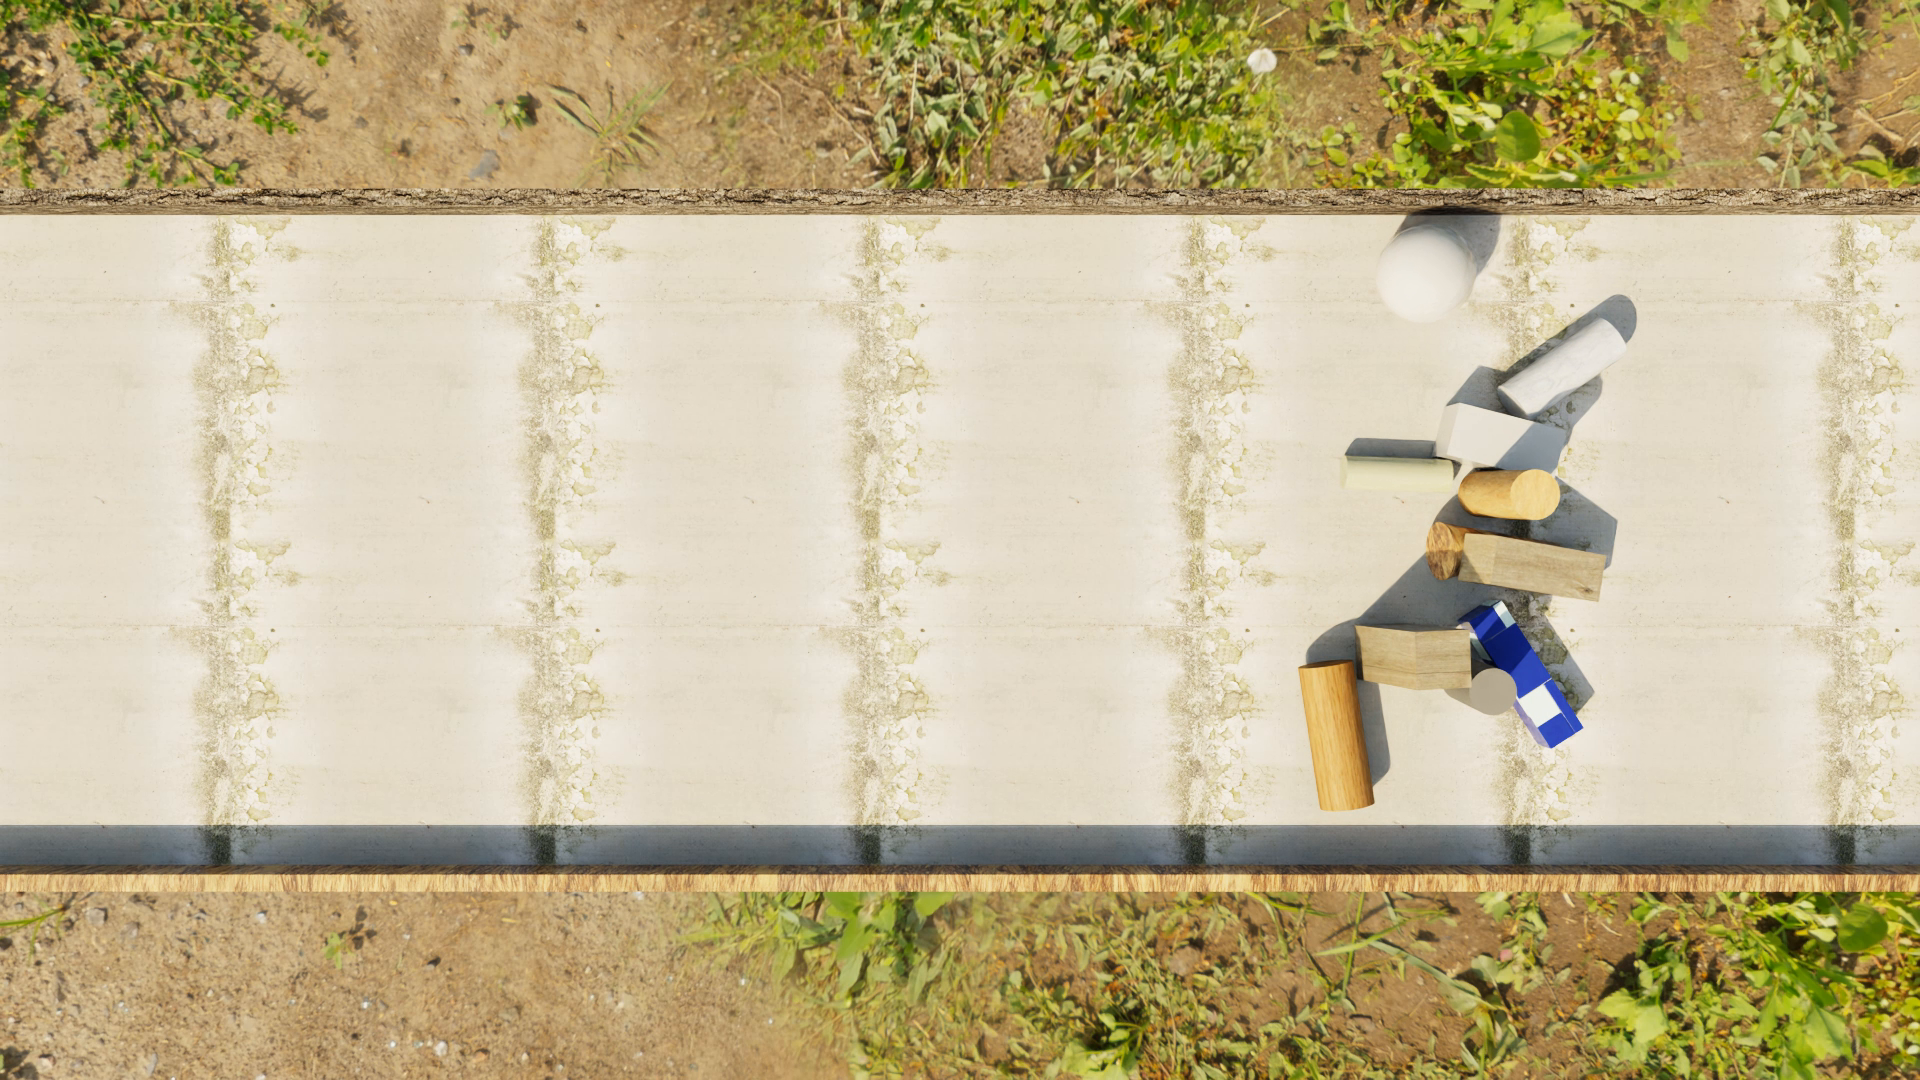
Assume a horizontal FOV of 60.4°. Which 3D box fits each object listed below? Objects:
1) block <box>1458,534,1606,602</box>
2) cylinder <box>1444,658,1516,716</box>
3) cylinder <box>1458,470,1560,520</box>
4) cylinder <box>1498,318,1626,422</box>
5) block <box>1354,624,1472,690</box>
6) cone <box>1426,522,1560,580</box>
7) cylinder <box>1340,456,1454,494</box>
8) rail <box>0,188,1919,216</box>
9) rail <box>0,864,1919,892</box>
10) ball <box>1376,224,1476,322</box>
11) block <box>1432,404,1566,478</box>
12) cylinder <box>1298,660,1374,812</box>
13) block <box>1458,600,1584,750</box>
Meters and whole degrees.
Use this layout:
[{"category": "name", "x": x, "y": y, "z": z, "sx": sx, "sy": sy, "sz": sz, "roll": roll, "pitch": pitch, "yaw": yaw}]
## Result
[{"category": "block", "x": 1.711, "y": 0.083, "z": 4.931, "sx": 0.414, "sy": 0.142, "sz": 0.142, "roll": 9, "pitch": 90, "yaw": -23}, {"category": "cylinder", "x": 1.542, "y": 0.432, "z": 4.915, "sx": 0.137, "sy": 0.316, "sz": 0.137, "roll": 0, "pitch": 92, "yaw": 2}, {"category": "cylinder", "x": 1.613, "y": -0.135, "z": 4.863, "sx": 0.143, "sy": 0.419, "sz": 0.143, "roll": 0, "pitch": 92, "yaw": -3}, {"category": "cylinder", "x": 1.826, "y": -0.512, "z": 5.006, "sx": 0.362, "sy": 0.142, "sz": 0.142, "roll": -35, "pitch": 90, "yaw": 0}, {"category": "block", "x": 1.327, "y": 0.339, "z": 4.855, "sx": 0.164, "sy": 0.423, "sz": 0.164, "roll": -2, "pitch": 90, "yaw": -9}, {"category": "cone", "x": 1.655, "y": 0.023, "z": 5.033, "sx": 0.413, "sy": 0.176, "sz": 0.176, "roll": -3, "pitch": 90, "yaw": -12}, {"category": "cylinder", "x": 1.328, "y": -0.200, "z": 5.025, "sx": 0.319, "sy": 0.104, "sz": 0.104, "roll": 2, "pitch": 90, "yaw": 0}, {"category": "rail", "x": -2.247, "y": -1.025, "z": 5.002, "sx": 12.000, "sy": 0.150, "sz": 0.050, "roll": 0, "pitch": 90, "yaw": 0}, {"category": "rail", "x": -2.247, "y": 1.025, "z": 5.001, "sx": 12.000, "sy": 0.150, "sz": 0.050, "roll": 0, "pitch": 90, "yaw": 0}, {"category": "ball", "x": 1.394, "y": -0.797, "z": 4.932, "sx": 0.290, "sy": 0.290, "sz": 0.290, "roll": 0, "pitch": 90, "yaw": 0}, {"category": "block", "x": 1.630, "y": -0.291, "z": 4.997, "sx": 0.329, "sy": 0.159, "sz": 0.159, "roll": 14, "pitch": 90, "yaw": 0}, {"category": "cylinder", "x": 1.140, "y": 0.589, "z": 4.995, "sx": 0.164, "sy": 0.164, "sz": 0.433, "roll": -9, "pitch": 90, "yaw": 0}, {"category": "block", "x": 1.703, "y": 0.406, "z": 5.018, "sx": 0.118, "sy": 0.118, "sz": 0.456, "roll": -33, "pitch": 90, "yaw": 0}]
